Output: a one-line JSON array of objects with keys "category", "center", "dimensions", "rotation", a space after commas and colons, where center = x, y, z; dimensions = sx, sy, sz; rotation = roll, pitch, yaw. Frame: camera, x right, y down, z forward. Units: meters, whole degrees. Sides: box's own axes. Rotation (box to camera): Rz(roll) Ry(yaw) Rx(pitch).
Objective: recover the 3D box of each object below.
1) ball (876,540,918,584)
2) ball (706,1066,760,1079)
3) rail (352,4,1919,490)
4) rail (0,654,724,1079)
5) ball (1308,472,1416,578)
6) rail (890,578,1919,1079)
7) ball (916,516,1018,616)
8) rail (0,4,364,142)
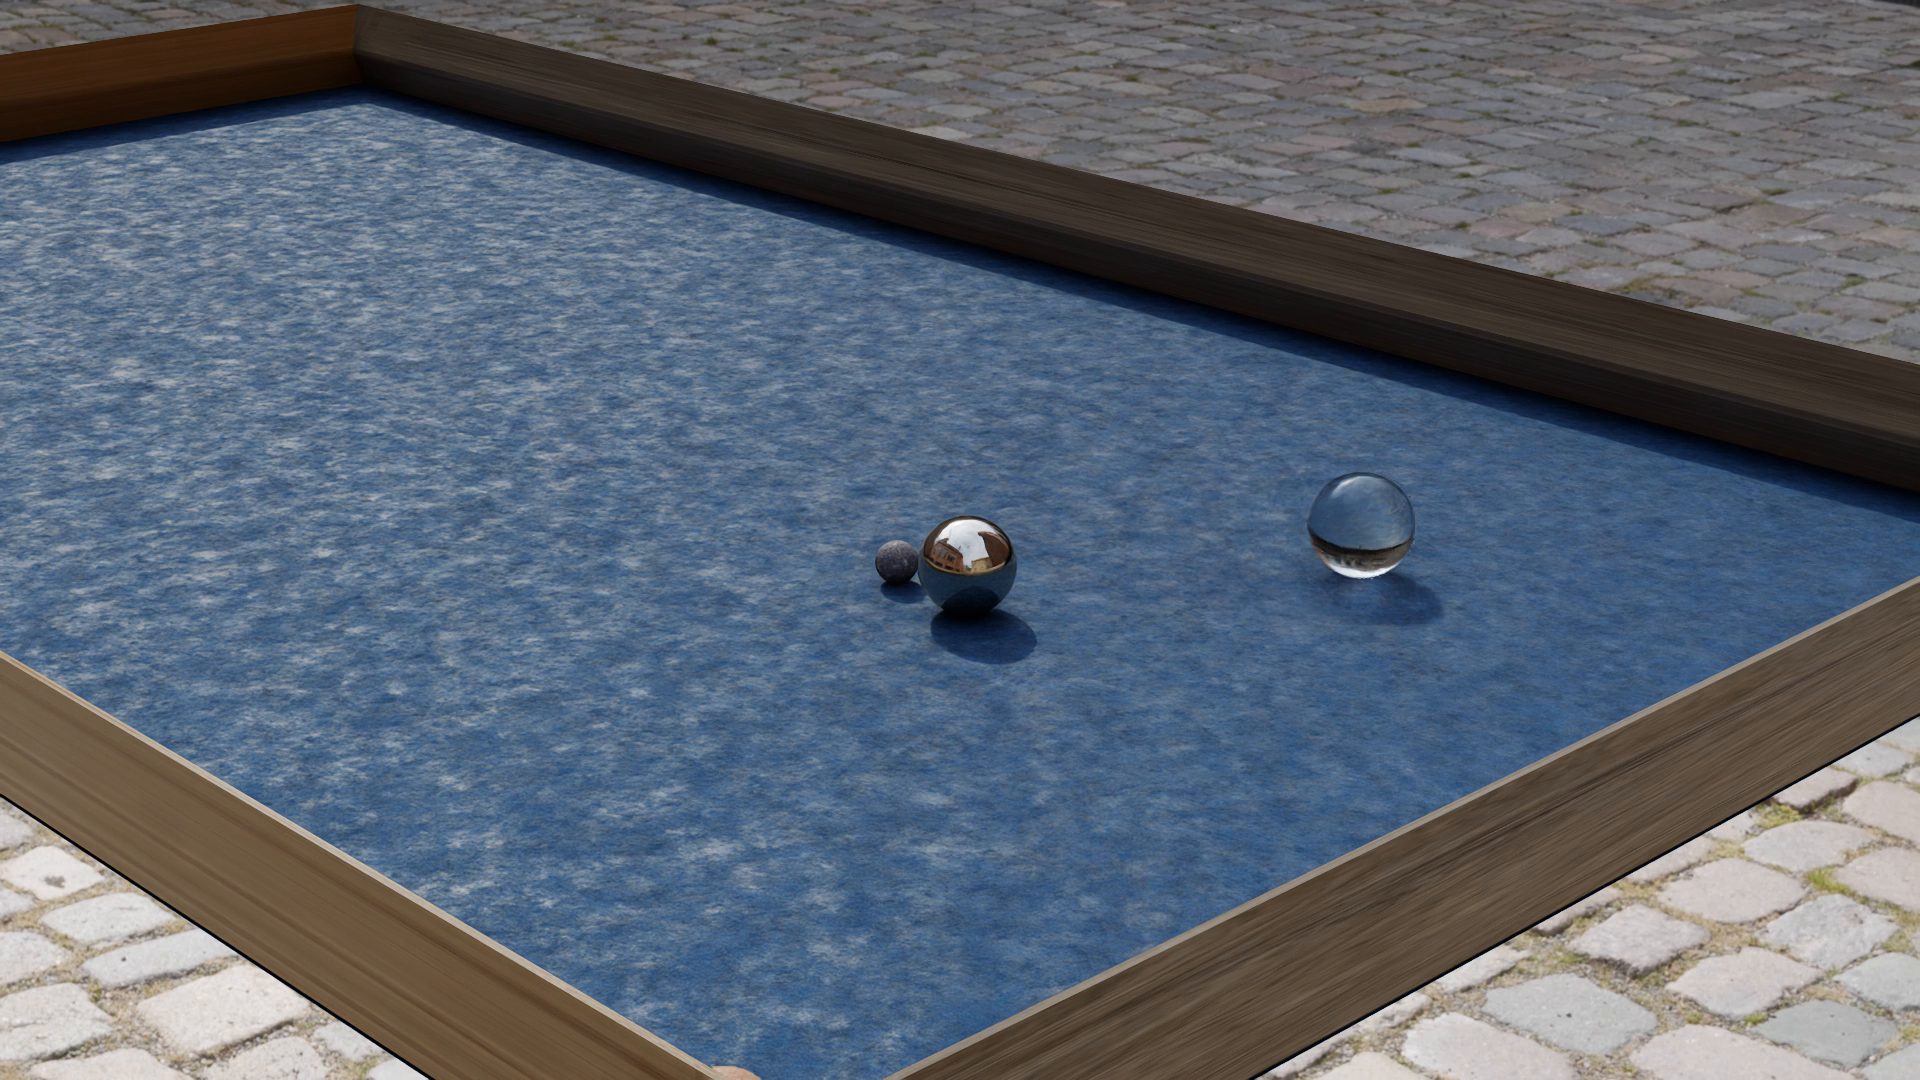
[{"category": "ball", "center": [-0.058, 0.020, 2.714], "dimensions": [0.040, 0.040, 0.040], "rotation": [0, 20, 0]}, {"category": "ball", "center": [-0.143, 0.352, 1.778], "dimensions": [0.068, 0.068, 0.068], "rotation": [0, 20, 0]}, {"category": "rail", "center": [0.071, -0.423, 3.779], "dimensions": [0.045, 0.128, 3.109], "rotation": [-18, 27, -40]}, {"category": "rail", "center": [-1.146, -0.018, 2.688], "dimensions": [0.045, 0.128, 3.109], "rotation": [-18, 27, -40]}, {"category": "ball", "center": [0.371, -0.014, 2.721], "dimensions": [0.099, 0.099, 0.099], "rotation": [0, 20, 0]}, {"category": "rail", "center": [0.521, 0.164, 2.196], "dimensions": [1.731, 0.128, 0.045], "rotation": [-18, 27, -40]}, {"category": "ball", "center": [0.006, 0.023, 2.635], "dimensions": [0.090, 0.090, 0.090], "rotation": [0, 20, 0]}, {"category": "rail", "center": [-1.596, -0.605, 4.271], "dimensions": [1.731, 0.128, 0.045], "rotation": [-18, 27, -40]}]
